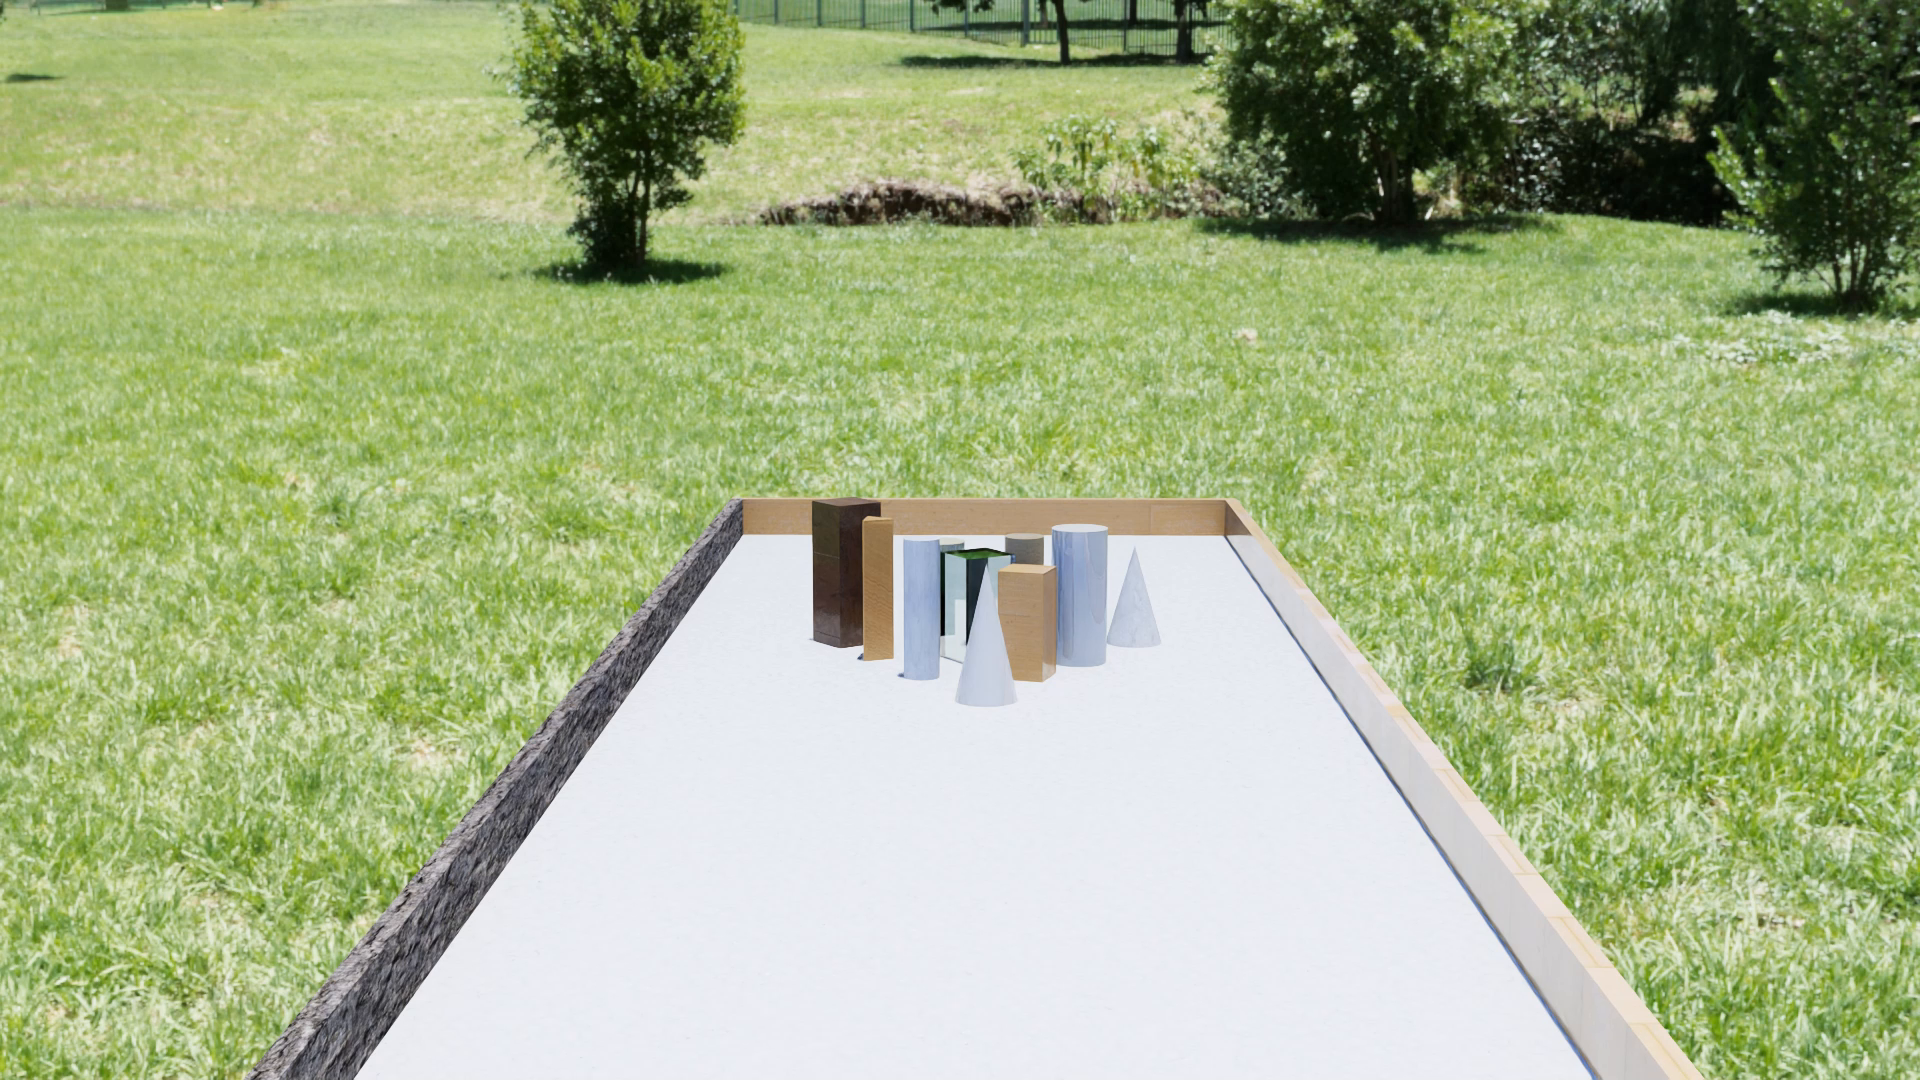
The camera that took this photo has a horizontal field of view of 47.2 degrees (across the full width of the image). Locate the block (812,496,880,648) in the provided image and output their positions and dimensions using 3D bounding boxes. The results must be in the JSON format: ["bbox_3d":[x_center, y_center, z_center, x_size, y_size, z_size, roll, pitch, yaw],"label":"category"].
[{"bbox_3d":[-0.357,0.101,6.940,0.156,0.449,0.156,-7,11,-36],"label":"block"}]

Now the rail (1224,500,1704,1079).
[{"bbox_3d":[1.046,0.843,3.208,0.050,0.150,12.000,0,9,1],"label":"rail"}]

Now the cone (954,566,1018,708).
[{"bbox_3d":[0.074,0.257,6.147,0.179,0.389,0.179,0,9,0],"label":"cone"}]

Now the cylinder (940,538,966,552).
[{"bbox_3d":[-0.054,0.166,6.915,0.142,0.328,0.142,0,9,0],"label":"cylinder"}]

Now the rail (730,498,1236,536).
[{"bbox_3d":[0.099,-0.098,9.147,2.100,0.150,0.050,0,9,1],"label":"rail"}]

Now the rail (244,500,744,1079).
[{"bbox_3d":[-1.004,0.839,3.234,0.050,0.150,12.000,0,9,1],"label":"rail"}]

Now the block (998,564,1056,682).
[{"bbox_3d":[0.198,0.242,6.455,0.138,0.321,0.138,3,10,19],"label":"block"}]

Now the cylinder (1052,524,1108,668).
[{"bbox_3d":[0.361,0.166,6.650,0.170,0.410,0.170,0,9,0],"label":"cylinder"}]

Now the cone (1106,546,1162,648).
[{"bbox_3d":[0.550,0.170,6.942,0.177,0.311,0.177,0,9,0],"label":"cone"}]

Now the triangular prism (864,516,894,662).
[{"bbox_3d":[-0.264,0.146,6.707,0.098,0.432,0.085,-4,10,-23],"label":"triangular prism"}]

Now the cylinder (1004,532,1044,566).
[{"bbox_3d":[0.203,0.154,6.957,0.126,0.338,0.126,0,9,0],"label":"cylinder"}]

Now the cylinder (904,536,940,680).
[{"bbox_3d":[-0.112,0.198,6.438,0.107,0.414,0.107,0,9,0],"label":"cylinder"}]

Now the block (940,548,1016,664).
[{"bbox_3d":[0.054,0.201,6.705,0.165,0.325,0.165,-5,11,-31],"label":"block"}]
